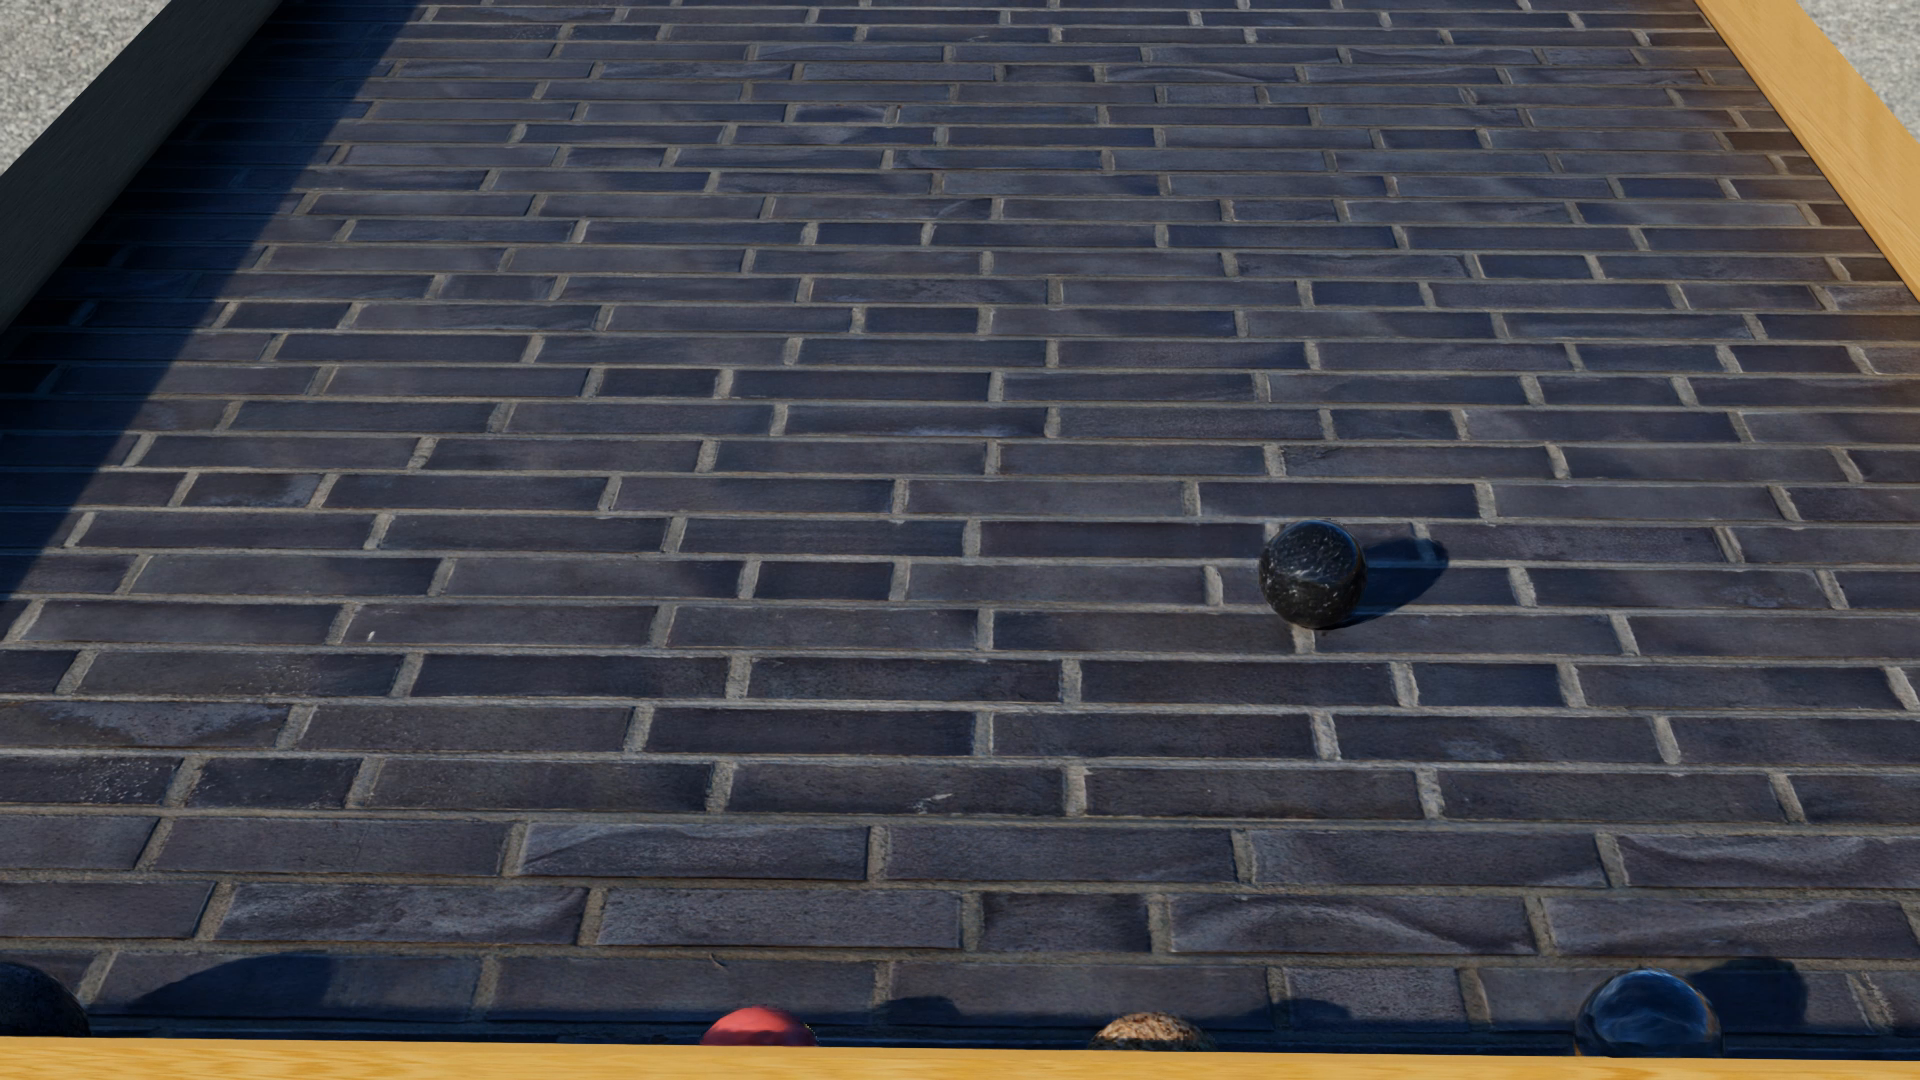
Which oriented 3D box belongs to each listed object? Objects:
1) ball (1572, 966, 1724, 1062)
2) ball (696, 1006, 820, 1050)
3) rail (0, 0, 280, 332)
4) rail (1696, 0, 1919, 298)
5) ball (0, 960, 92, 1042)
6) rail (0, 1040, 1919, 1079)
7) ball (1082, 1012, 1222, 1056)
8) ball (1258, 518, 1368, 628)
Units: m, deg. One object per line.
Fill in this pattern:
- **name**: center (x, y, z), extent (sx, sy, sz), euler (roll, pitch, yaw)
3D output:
- **ball**: center (0.330, 0.240, 1.409), extent (0.071, 0.071, 0.071), euler (0, 26, 0)
- **ball**: center (-0.096, 0.253, 1.391), extent (0.063, 0.063, 0.063), euler (0, 26, 0)
- **rail**: center (-0.729, -0.321, 2.517), extent (0.045, 0.112, 2.688), euler (1, 26, 1)
- **rail**: center (0.759, -0.307, 2.488), extent (0.045, 0.112, 2.688), euler (1, 26, 1)
- **ball**: center (-0.454, 0.242, 1.387), extent (0.086, 0.086, 0.086), euler (0, 26, 0)
- **rail**: center (-0.014, 0.262, 1.315), extent (1.536, 0.112, 0.045), euler (1, 26, 1)
- **ball**: center (0.090, 0.257, 1.371), extent (0.074, 0.074, 0.074), euler (0, 26, 0)
- **ball**: center (0.224, 0.021, 1.862), extent (0.069, 0.069, 0.069), euler (0, 26, 0)
